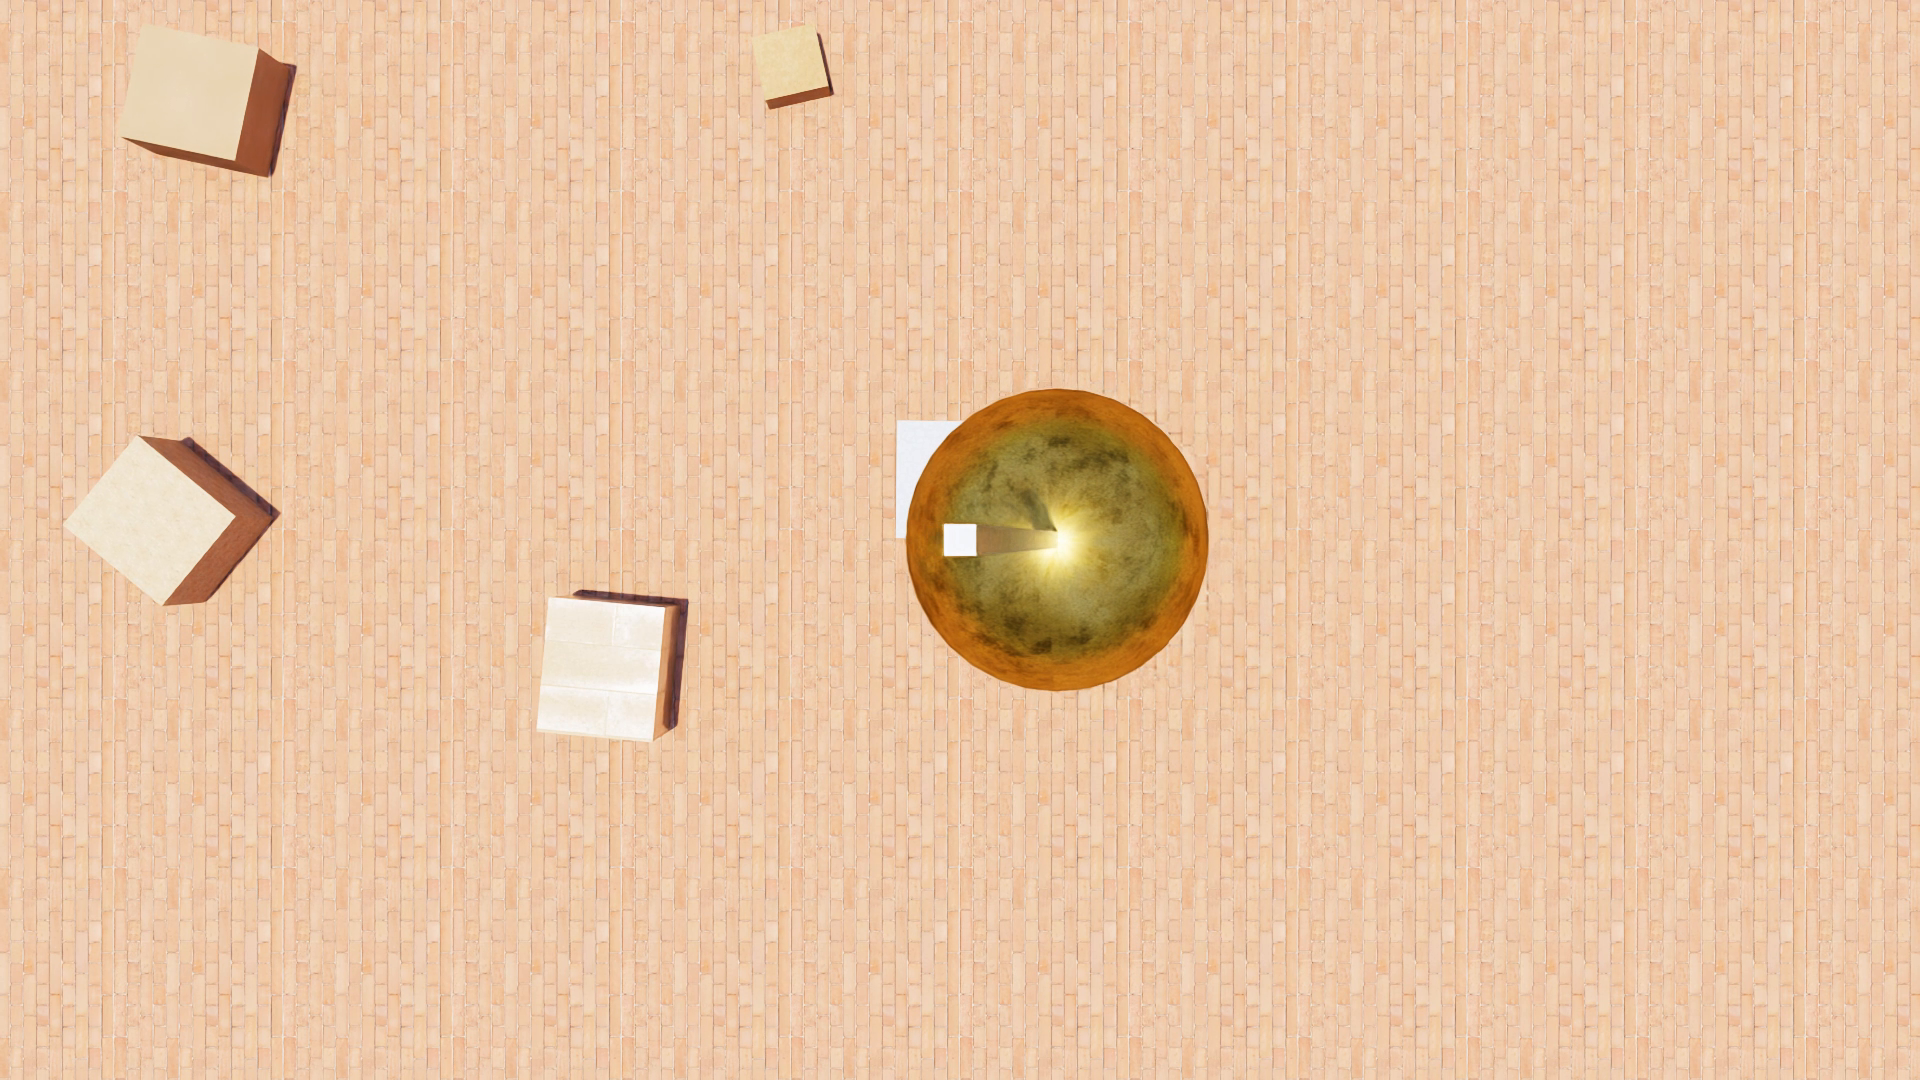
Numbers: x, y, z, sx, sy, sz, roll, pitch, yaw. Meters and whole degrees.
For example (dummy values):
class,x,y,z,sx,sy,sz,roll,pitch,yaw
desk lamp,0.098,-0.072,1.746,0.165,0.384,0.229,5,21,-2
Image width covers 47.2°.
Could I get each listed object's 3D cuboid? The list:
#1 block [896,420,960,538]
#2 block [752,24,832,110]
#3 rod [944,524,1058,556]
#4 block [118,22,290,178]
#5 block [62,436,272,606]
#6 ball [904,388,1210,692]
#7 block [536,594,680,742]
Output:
class,x,y,z,sx,sy,sz,roll,pitch,yaw
block,-0.022,-0.338,12.687,0.668,0.625,0.660,1,90,0
block,-0.985,-2.765,12.854,0.375,0.291,0.372,-13,90,0
rod,0.220,0.000,8.199,0.080,5.200,0.080,0,90,5
block,-4.354,-2.530,12.705,0.674,0.591,0.653,12,90,0
block,-4.540,-0.108,12.657,0.716,0.687,0.652,40,90,0
ball,0.508,0.000,11.587,1.600,1.600,1.600,0,90,0
block,-2.007,0.724,12.639,0.649,0.722,0.753,5,90,0
